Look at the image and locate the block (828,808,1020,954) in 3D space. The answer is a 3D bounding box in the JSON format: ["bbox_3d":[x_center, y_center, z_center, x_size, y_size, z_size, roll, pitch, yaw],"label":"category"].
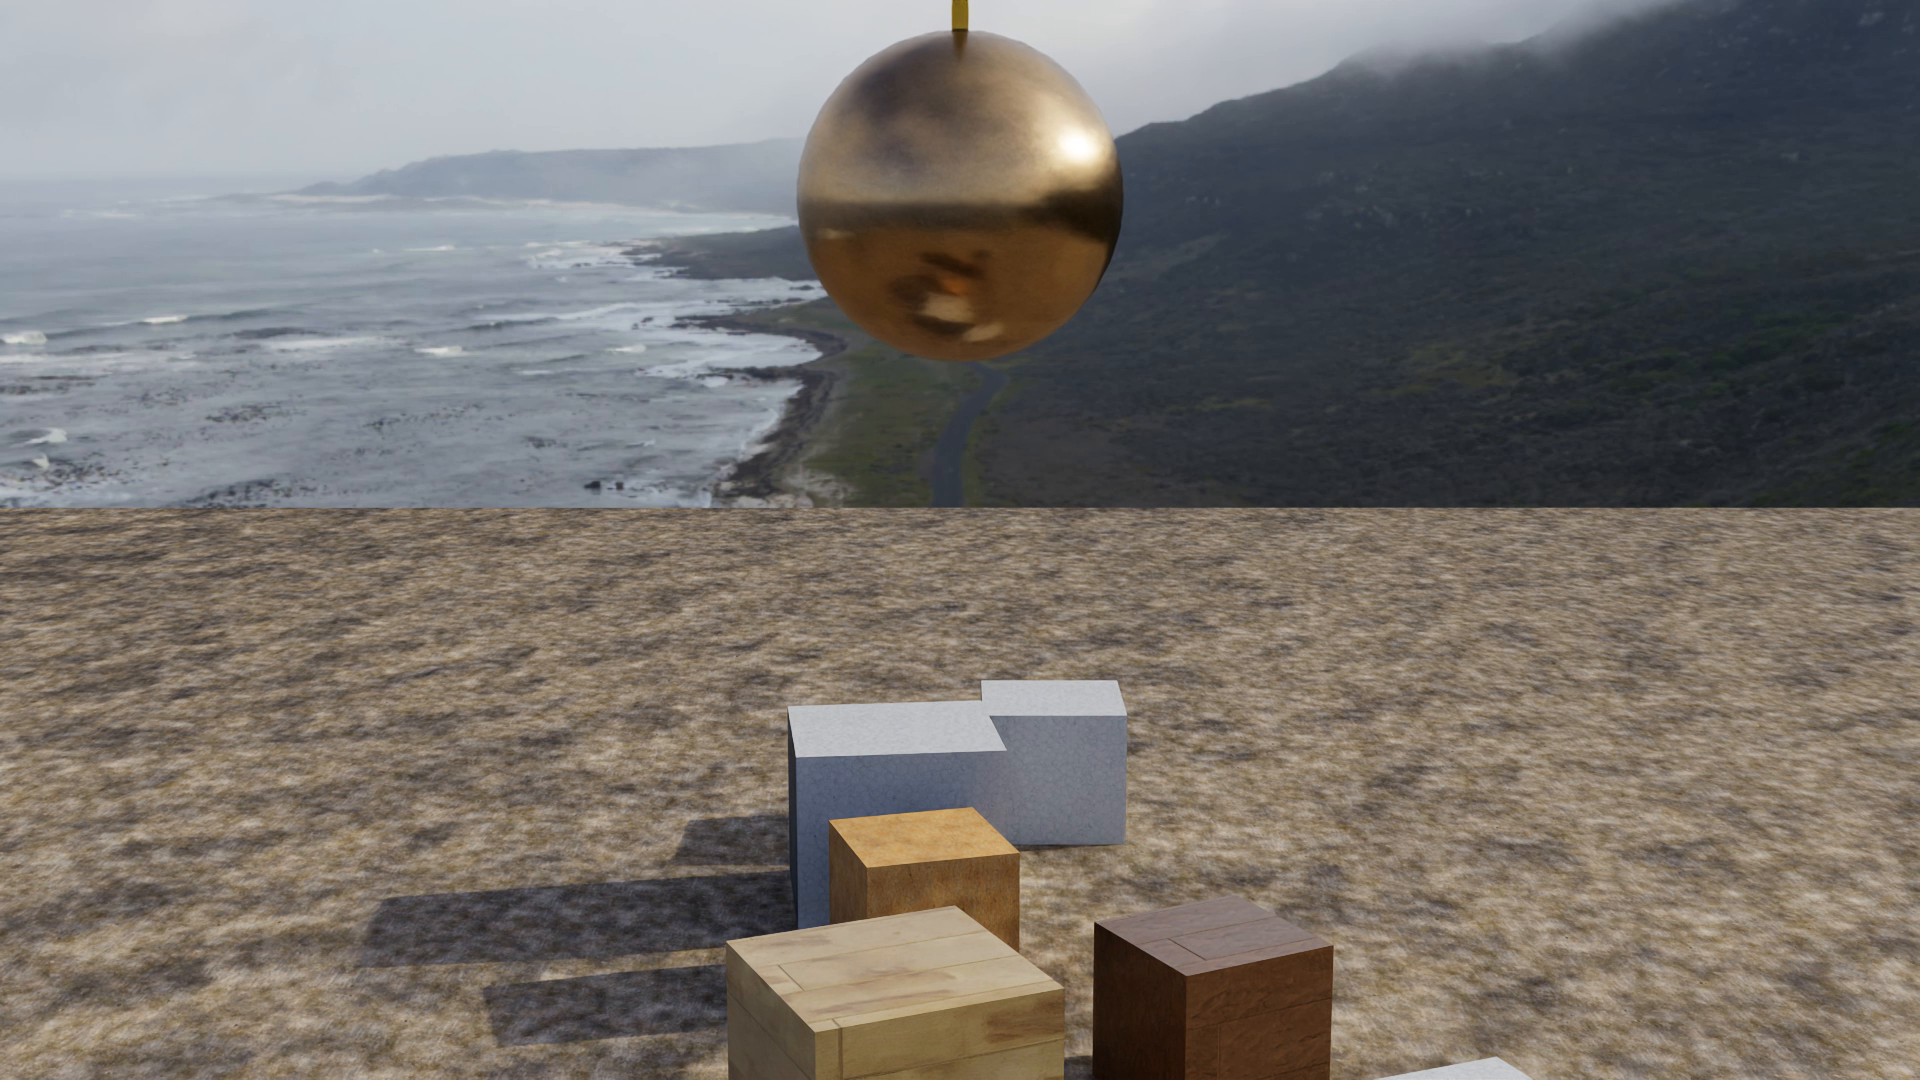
[{"bbox_3d":[-0.159,1.551,9.263,0.645,0.634,0.654,-3,11,-17],"label":"block"}]

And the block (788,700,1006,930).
[{"bbox_3d":[-0.310,1.273,10.260,0.938,0.823,0.898,-1,10,-7],"label":"block"}]

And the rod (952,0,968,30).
[{"bbox_3d":[0.000,-5.029,10.198,0.080,5.200,0.080,0,9,0],"label":"rod"}]

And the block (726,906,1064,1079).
[{"bbox_3d":[-0.231,1.806,7.362,0.859,0.813,0.856,-5,11,-24],"label":"block"}]

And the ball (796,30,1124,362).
[{"bbox_3d":[0.000,-1.669,10.719,1.600,1.600,1.600,0,10,0],"label":"ball"}]

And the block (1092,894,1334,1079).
[{"bbox_3d":[0.933,1.757,8.194,0.643,0.612,0.621,-5,12,-28],"label":"block"}]

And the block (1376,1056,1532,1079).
[{"bbox_3d":[1.539,2.024,6.683,0.612,0.627,0.586,-4,11,-22],"label":"block"}]

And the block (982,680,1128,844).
[{"bbox_3d":[0.474,1.142,11.407,0.723,0.671,0.727,0,10,0],"label":"block"}]
